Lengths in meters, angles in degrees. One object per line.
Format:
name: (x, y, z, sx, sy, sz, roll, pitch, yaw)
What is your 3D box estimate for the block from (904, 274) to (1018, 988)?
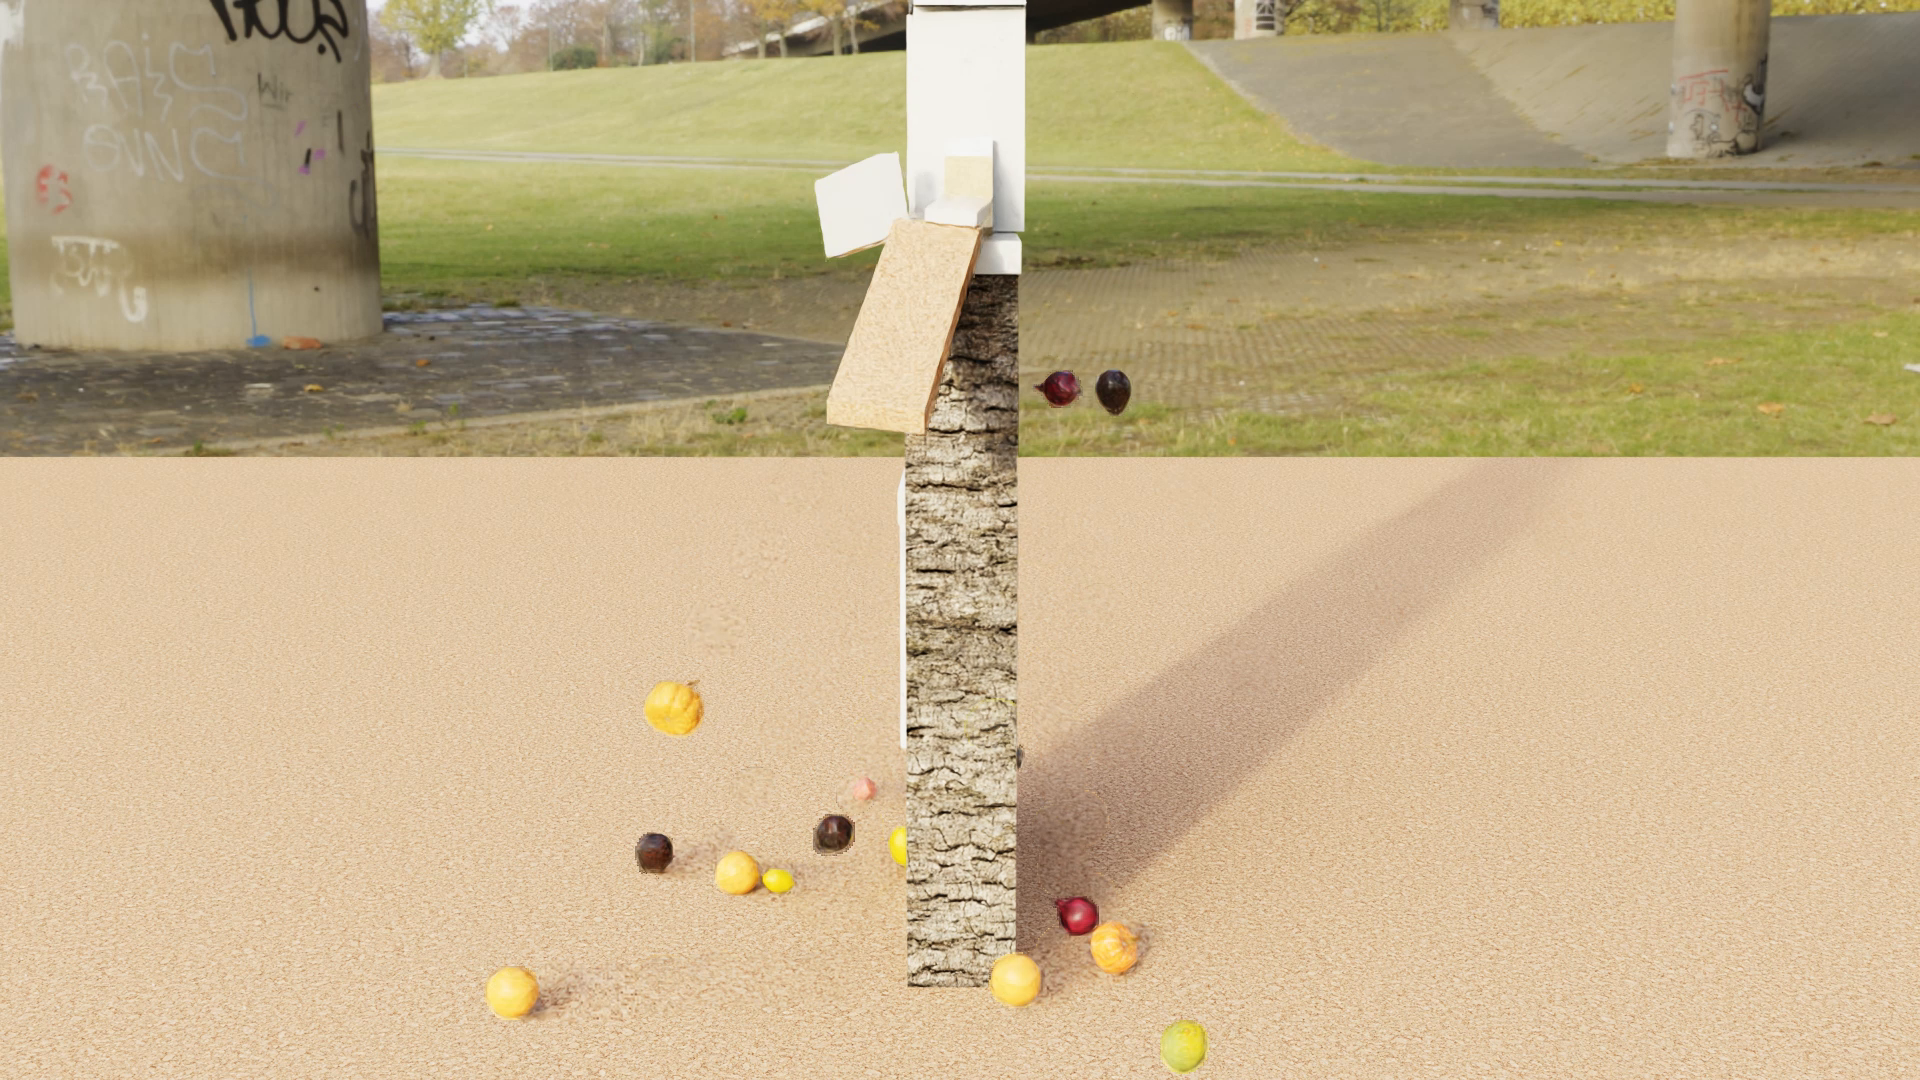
block: (0.002, 0.141, 3.195, 0.161, 1.056, 0.046, 0, 10, 0)

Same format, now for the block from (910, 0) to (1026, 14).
block: (0.008, -0.837, 3.379, 0.165, 0.047, 0.330, -1, 10, -2)

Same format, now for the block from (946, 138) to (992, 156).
block: (0.013, -0.526, 3.263, 0.070, 0.140, 0.020, 0, -6, 1)

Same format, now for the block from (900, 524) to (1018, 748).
block: (-0.001, 0.138, 3.304, 0.175, 0.349, 0.049, 0, 11, 2)

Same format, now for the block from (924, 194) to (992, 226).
block: (-0.001, -0.457, 3.045, 0.070, 0.020, 0.140, 7, 17, 8)

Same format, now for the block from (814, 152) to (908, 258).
block: (-0.148, -0.497, 3.281, 0.034, 0.119, 0.238, -11, 4, -26)

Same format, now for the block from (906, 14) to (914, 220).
block: (-0.001, -0.564, 3.547, 0.165, 0.549, 0.047, 0, 11, 1)

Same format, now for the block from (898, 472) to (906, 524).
block: (0.000, -0.079, 3.383, 0.175, 0.049, 0.349, 0, 11, 1)

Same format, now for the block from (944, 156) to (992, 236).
block: (0.013, -0.502, 3.208, 0.070, 0.020, 0.140, 0, 55, 1)

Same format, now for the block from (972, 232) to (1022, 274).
block: (0.003, -0.420, 3.197, 0.161, 0.046, 0.321, 0, 10, 0)

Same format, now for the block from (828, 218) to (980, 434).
block: (-0.066, -0.284, 2.828, 0.119, 0.034, 0.454, 7, 38, 6)

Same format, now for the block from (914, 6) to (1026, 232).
block: (0.015, -0.630, 3.300, 0.165, 0.330, 0.047, 1, 9, 3)
